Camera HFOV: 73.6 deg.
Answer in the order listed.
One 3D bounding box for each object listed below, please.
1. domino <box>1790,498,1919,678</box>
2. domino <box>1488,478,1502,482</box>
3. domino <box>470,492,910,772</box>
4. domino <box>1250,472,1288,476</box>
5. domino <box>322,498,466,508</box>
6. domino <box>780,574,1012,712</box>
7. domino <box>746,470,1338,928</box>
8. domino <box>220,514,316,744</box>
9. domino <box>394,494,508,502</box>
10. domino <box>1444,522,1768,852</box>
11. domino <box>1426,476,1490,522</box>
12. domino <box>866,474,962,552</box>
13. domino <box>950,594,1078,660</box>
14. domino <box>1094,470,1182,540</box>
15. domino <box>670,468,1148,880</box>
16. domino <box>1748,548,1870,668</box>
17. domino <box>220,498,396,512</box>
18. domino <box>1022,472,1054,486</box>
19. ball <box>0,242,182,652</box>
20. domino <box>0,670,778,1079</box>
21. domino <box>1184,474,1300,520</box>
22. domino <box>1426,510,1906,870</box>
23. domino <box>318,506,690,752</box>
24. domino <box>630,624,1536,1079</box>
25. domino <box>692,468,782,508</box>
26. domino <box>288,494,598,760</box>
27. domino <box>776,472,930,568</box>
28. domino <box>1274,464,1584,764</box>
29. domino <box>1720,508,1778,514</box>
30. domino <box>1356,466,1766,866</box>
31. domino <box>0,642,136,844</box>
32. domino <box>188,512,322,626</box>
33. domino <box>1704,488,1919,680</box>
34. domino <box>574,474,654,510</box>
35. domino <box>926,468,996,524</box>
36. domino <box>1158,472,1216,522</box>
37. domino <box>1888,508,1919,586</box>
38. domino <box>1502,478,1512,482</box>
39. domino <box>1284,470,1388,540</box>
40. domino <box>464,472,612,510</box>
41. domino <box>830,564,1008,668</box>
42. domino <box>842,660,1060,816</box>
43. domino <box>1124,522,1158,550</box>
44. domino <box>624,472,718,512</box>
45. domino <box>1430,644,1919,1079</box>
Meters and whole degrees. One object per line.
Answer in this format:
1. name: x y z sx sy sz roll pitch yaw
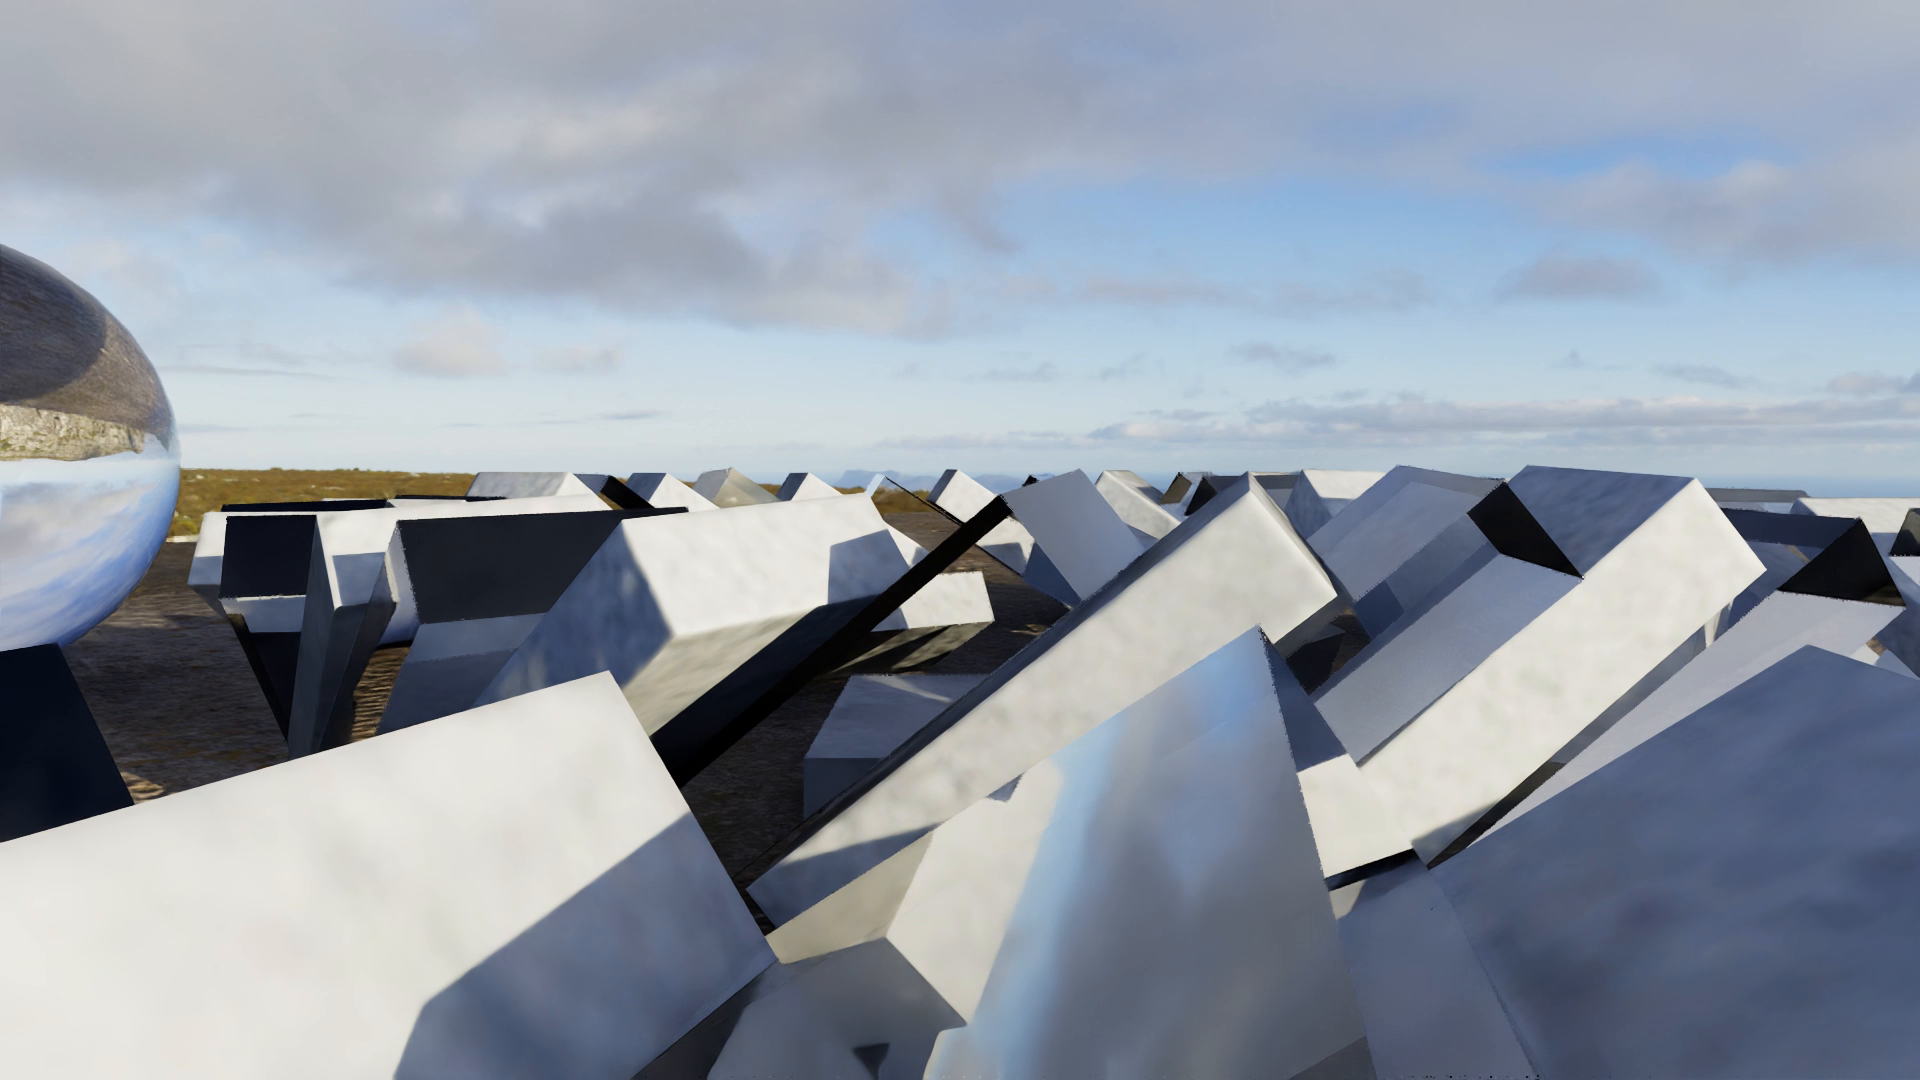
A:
1. domino: 0.164 0.010 0.213 0.025 0.010 0.050 0 34 -4
2. domino: 0.084 0.009 0.199 0.025 0.009 0.050 1 40 -2
3. domino: -0.029 0.015 0.113 0.025 0.009 0.050 -9 -26 -50
4. domino: 0.091 0.002 0.305 0.050 0.010 0.025 40 23 26
5. domino: -0.082 0.009 0.214 0.025 0.010 0.050 1 -27 14
6. domino: -0.017 0.017 0.203 0.025 0.010 0.050 -34 -18 36
7. domino: 0.007 0.014 0.108 0.050 0.010 0.025 -40 -3 14
8. domino: -0.070 0.013 0.155 0.025 0.009 0.050 -1 -28 -19
9. domino: -0.078 0.008 0.235 0.025 0.009 0.050 2 -26 25
10. domino: 0.071 0.015 0.142 0.025 0.009 0.050 3 36 39
11. domino: 0.122 0.004 0.283 0.025 0.009 0.050 -3 38 -43
12. domino: -0.001 0.002 0.312 0.050 0.010 0.025 33 -1 -9
13. domino: 0.016 0.019 0.258 0.050 0.010 0.025 4 6 44
14. domino: 0.056 0.001 0.318 0.050 0.009 0.025 37 16 17
15. domino: -0.008 0.014 0.110 0.050 0.010 0.025 -40 -6 19
16. domino: 0.149 0.005 0.255 0.025 0.009 0.050 1 35 -22
17. domino: -0.085 0.010 0.194 0.025 0.010 0.050 -1 -27 11
18. domino: 0.038 0.001 0.321 0.050 0.009 0.025 34 12 10
19. ball: -0.180 -0.014 0.219 0.080 0.080 0.080 0 4 0
20. domino: -0.031 0.022 0.033 0.050 0.009 0.025 -35 -7 18
21. domino: 0.065 0.007 0.232 0.025 0.009 0.050 -2 40 -29
22. domino: 0.057 0.016 0.119 0.050 0.010 0.025 -36 11 -9
23. domino: -0.045 0.015 0.125 0.025 0.010 0.050 -4 -29 -37
24. domino: -0.011 0.022 0.030 0.050 0.009 0.025 -35 0 12
25. domino: -0.038 0.002 0.295 0.050 0.010 0.025 35 -15 -23
26. domino: -0.056 0.013 0.137 0.025 0.009 0.050 -6 -28 -34
27. domino: -0.020 0.002 0.305 0.050 0.009 0.025 34 -7 -16
28. domino: 0.024 0.014 0.109 0.050 0.010 0.025 -40 4 5
29. domino: 0.086 0.013 0.159 0.025 0.010 0.050 9 39 35
30. domino: 0.040 0.014 0.112 0.050 0.010 0.025 -41 7 0
31. domino: -0.048 0.022 0.036 0.050 0.010 0.025 -35 -9 24
32. domino: -0.080 0.012 0.174 0.025 0.009 0.050 0 -27 -6
33. domino: 0.158 0.008 0.234 0.025 0.009 0.050 1 34 -11
34. domino: -0.063 0.004 0.271 0.025 0.010 0.050 5 -29 47
35. domino: 0.016 0.001 0.315 0.050 0.009 0.025 34 -1 -8
36. domino: 0.075 0.001 0.312 0.050 0.009 0.025 39 21 21
37. domino: 0.167 0.012 0.191 0.025 0.009 0.050 0 33 3
38. domino: 0.090 0.010 0.181 0.025 0.010 0.050 6 39 15
39. domino: 0.077 0.007 0.218 0.025 0.009 0.050 1 40 -15
40. domino: -0.071 0.005 0.252 0.025 0.010 0.050 2 -32 31
41. domino: -0.019 0.015 0.235 0.050 0.010 0.025 -3 -23 -32
42. domino: -0.001 0.025 0.172 0.025 0.009 0.050 0 4 1
43. domino: 0.042 0.011 0.244 0.050 0.009 0.025 28 22 35
44. domino: -0.051 0.003 0.286 0.050 0.009 0.025 37 -15 -27
45. domino: 0.005 0.022 0.028 0.050 0.010 0.025 -35 0 9
